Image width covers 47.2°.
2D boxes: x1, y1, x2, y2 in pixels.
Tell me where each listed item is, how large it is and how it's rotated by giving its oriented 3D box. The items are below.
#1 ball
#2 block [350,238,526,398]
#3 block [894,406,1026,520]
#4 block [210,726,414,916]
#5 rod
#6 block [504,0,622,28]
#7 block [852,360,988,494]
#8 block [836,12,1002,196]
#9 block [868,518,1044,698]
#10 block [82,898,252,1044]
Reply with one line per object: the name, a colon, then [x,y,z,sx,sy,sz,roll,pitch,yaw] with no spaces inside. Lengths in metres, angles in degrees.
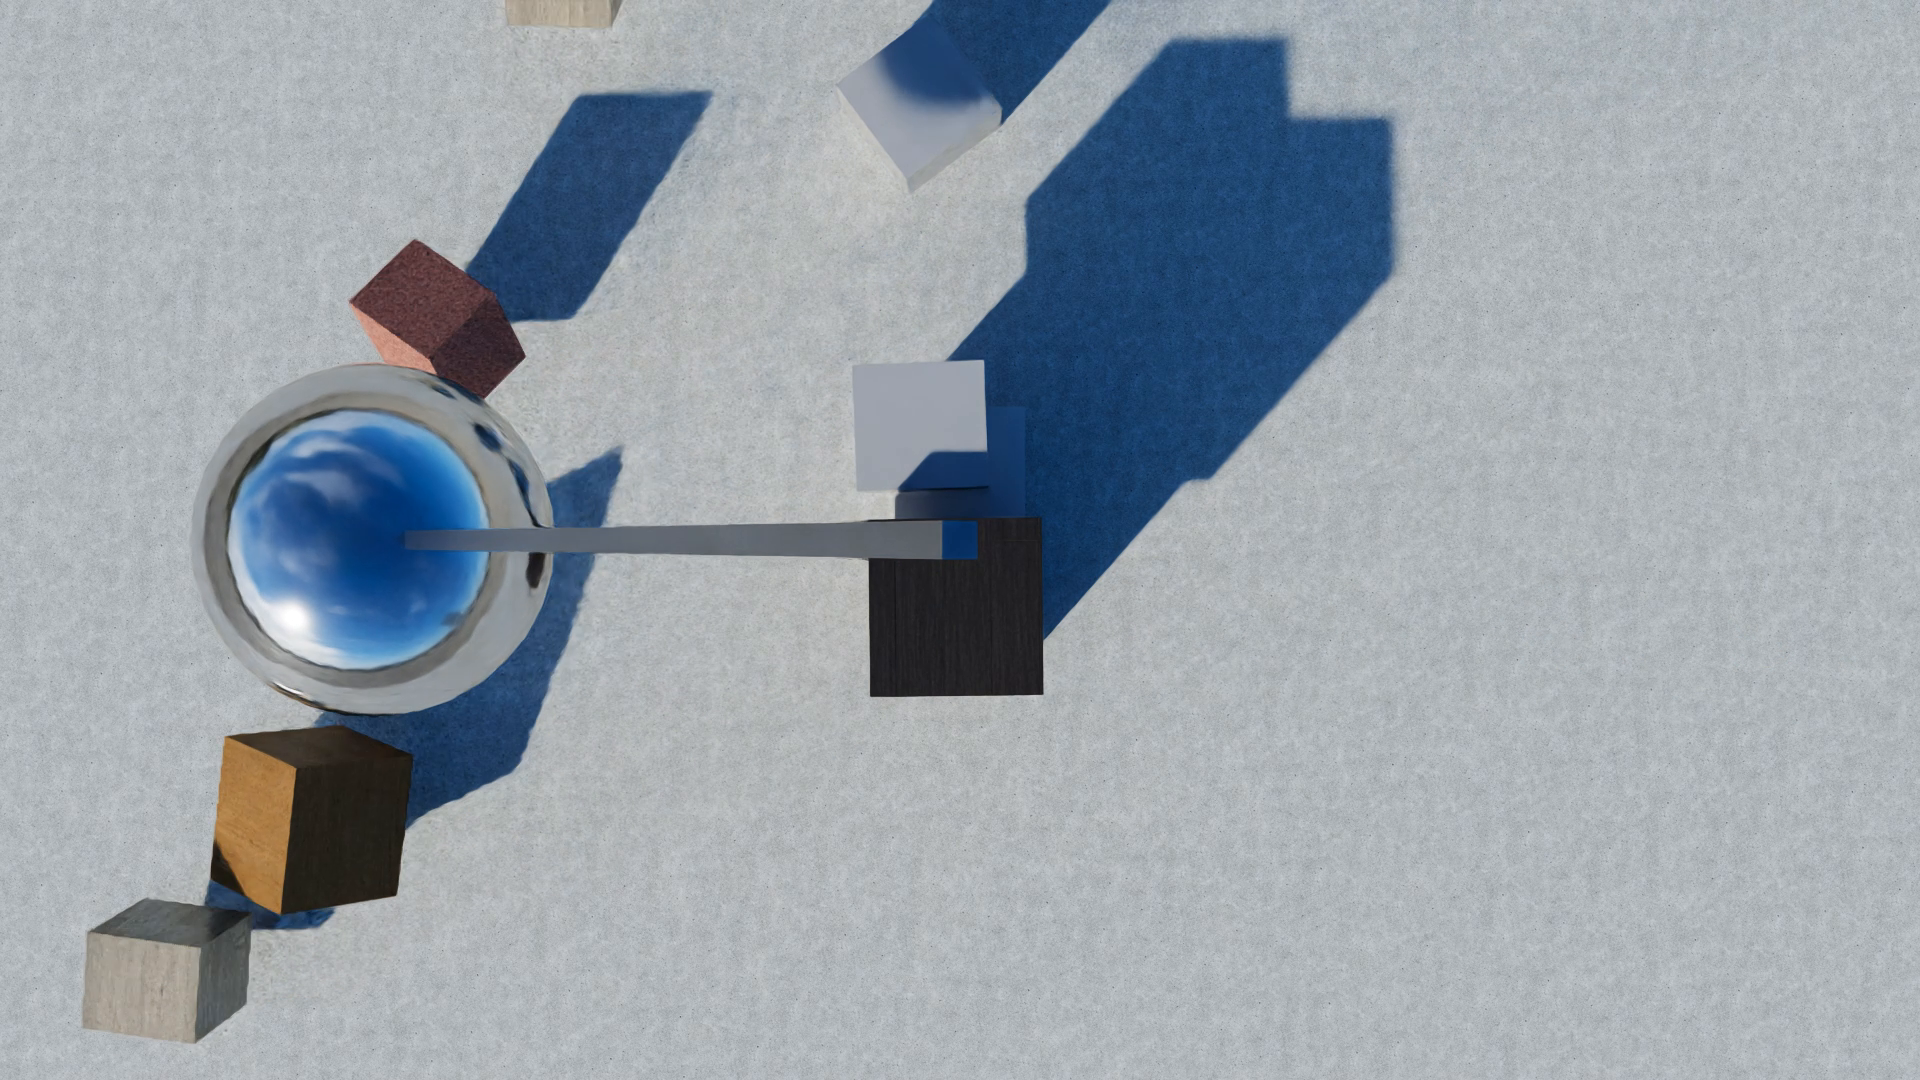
ball: [-2.639,0.000,9.942,1.600,1.600,1.600,0,90,0]
block: [-2.964,-1.196,12.513,0.641,0.665,0.529,34,71,20]
block: [0.000,-0.345,12.666,0.732,0.668,0.805,0,90,0]
block: [-3.664,1.565,12.434,0.689,0.770,0.832,14,100,38]
rod: [-1.144,0.000,6.889,0.080,5.200,0.080,0,90,-26]
block: [-2.278,-3.303,12.609,0.598,0.517,0.556,1,123,0]
block: [-0.211,-0.610,12.025,0.702,0.613,0.673,-2,90,0]
block: [-0.233,-2.507,12.707,0.674,0.586,0.668,-37,90,0]
block: [-0.022,0.352,11.880,0.908,0.785,0.929,-1,90,0]
block: [-4.463,2.423,12.412,0.646,0.677,0.550,7,97,5]
